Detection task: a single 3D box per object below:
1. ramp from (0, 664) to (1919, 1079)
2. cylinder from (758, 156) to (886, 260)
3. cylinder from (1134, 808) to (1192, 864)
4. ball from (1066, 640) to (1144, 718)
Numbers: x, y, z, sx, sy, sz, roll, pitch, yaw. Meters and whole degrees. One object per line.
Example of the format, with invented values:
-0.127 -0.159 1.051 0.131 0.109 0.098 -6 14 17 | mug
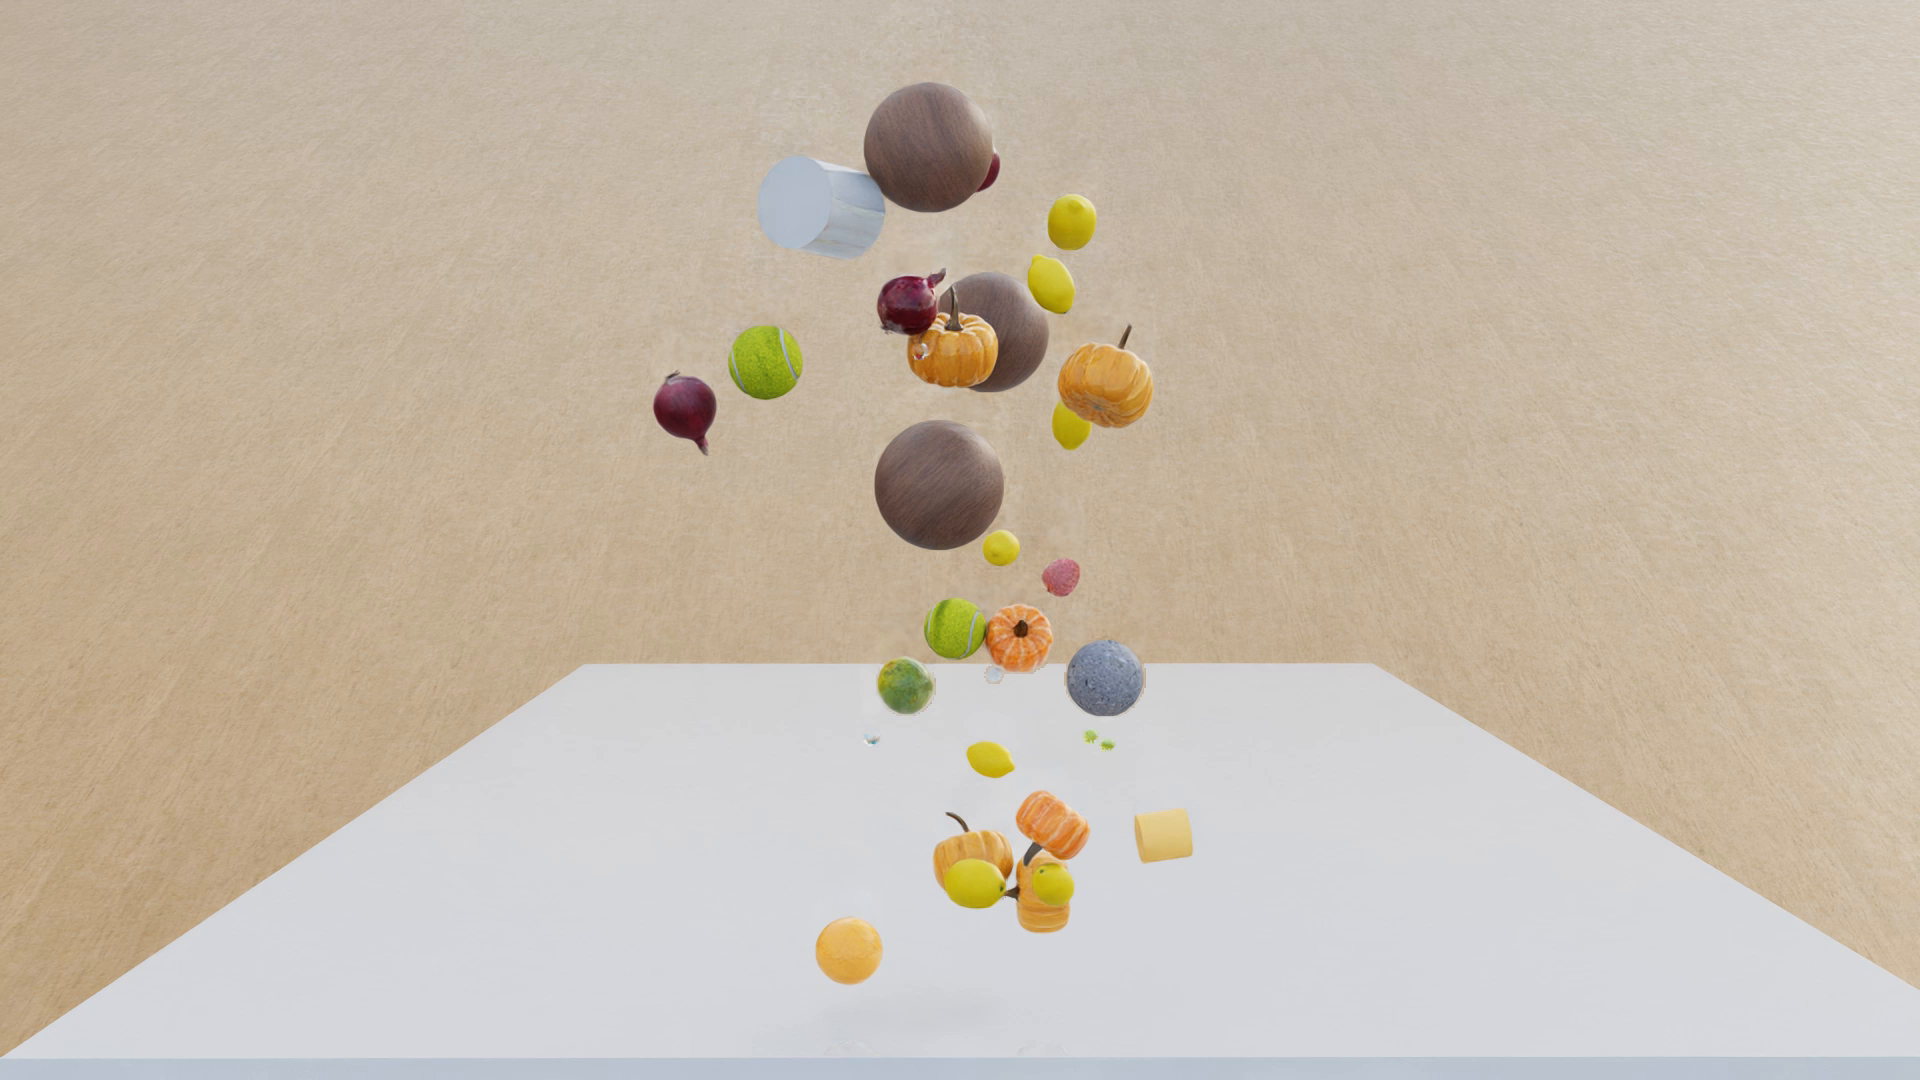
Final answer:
0.051 0.462 4.533 2.000 0.100 4.000 0 3 0 | ramp
-0.136 -0.327 2.532 0.090 0.090 0.090 14 6 32 | cylinder
0.216 0.314 2.734 0.052 0.052 0.052 -8 23 -5 | cylinder
0.153 0.146 2.711 0.081 0.081 0.081 0 22 0 | ball
